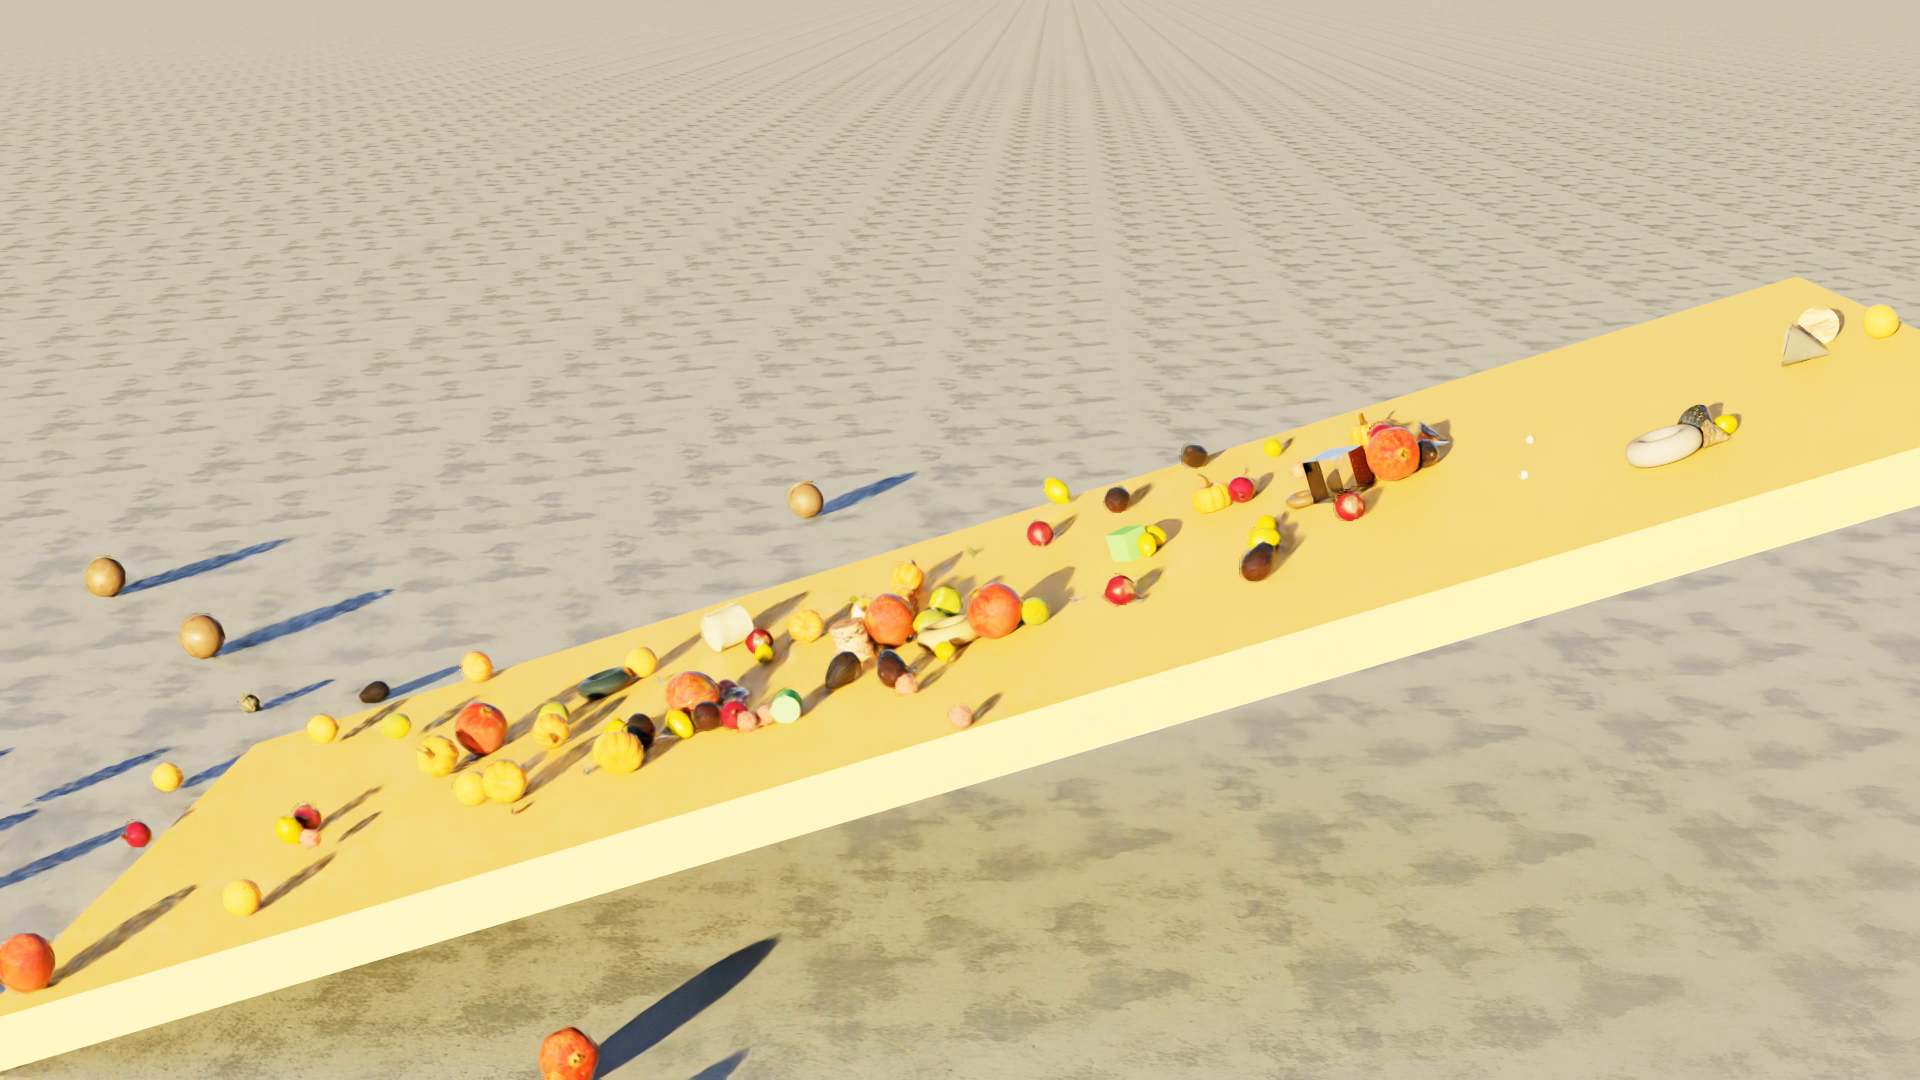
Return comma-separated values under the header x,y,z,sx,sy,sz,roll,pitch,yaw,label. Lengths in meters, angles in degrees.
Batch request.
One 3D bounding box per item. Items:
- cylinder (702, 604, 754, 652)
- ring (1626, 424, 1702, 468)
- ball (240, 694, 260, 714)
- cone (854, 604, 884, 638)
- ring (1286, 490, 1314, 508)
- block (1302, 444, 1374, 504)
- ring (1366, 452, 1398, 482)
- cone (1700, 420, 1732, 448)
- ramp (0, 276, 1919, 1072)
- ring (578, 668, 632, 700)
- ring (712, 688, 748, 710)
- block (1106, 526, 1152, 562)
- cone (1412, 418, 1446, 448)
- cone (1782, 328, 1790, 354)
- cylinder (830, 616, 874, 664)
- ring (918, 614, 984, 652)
x,y,z,sx,sy,sz,roll,pitch,yaw,label
-0.533,0.203,6.757,0.086,0.086,0.086,-29,25,-28,cylinder
1.360,-0.182,5.684,0.150,0.050,0.150,-19,9,3,ring
-1.966,0.453,8.143,0.052,0.052,0.052,0,11,0,ball
-0.216,0.174,6.396,0.078,0.078,0.078,-17,10,3,cone
0.737,-0.088,6.315,0.075,0.025,0.075,-17,11,3,ring
0.807,-0.139,6.268,0.095,0.095,0.095,-26,13,-39,block
0.884,-0.153,6.361,0.130,0.043,0.130,-17,11,4,ring
1.464,-0.200,5.673,0.056,0.056,0.056,8,10,-7,cone
0.098,0.184,6.313,4.000,0.100,2.000,-17,10,5,ramp
-0.808,0.327,6.691,0.131,0.044,0.131,-18,9,3,ring
-0.481,0.331,6.157,0.083,0.028,0.083,-17,9,3,ring
0.363,0.008,6.341,0.061,0.061,0.061,-25,12,-34,block
1.043,-0.221,6.474,0.072,0.072,0.072,25,15,6,cone
1.791,-0.420,6.279,0.057,0.057,0.057,10,12,5,cone
-0.228,0.211,6.221,0.077,0.077,0.077,-17,10,3,cylinder
-0.020,0.192,6.055,0.143,0.048,0.143,-17,9,3,ring
